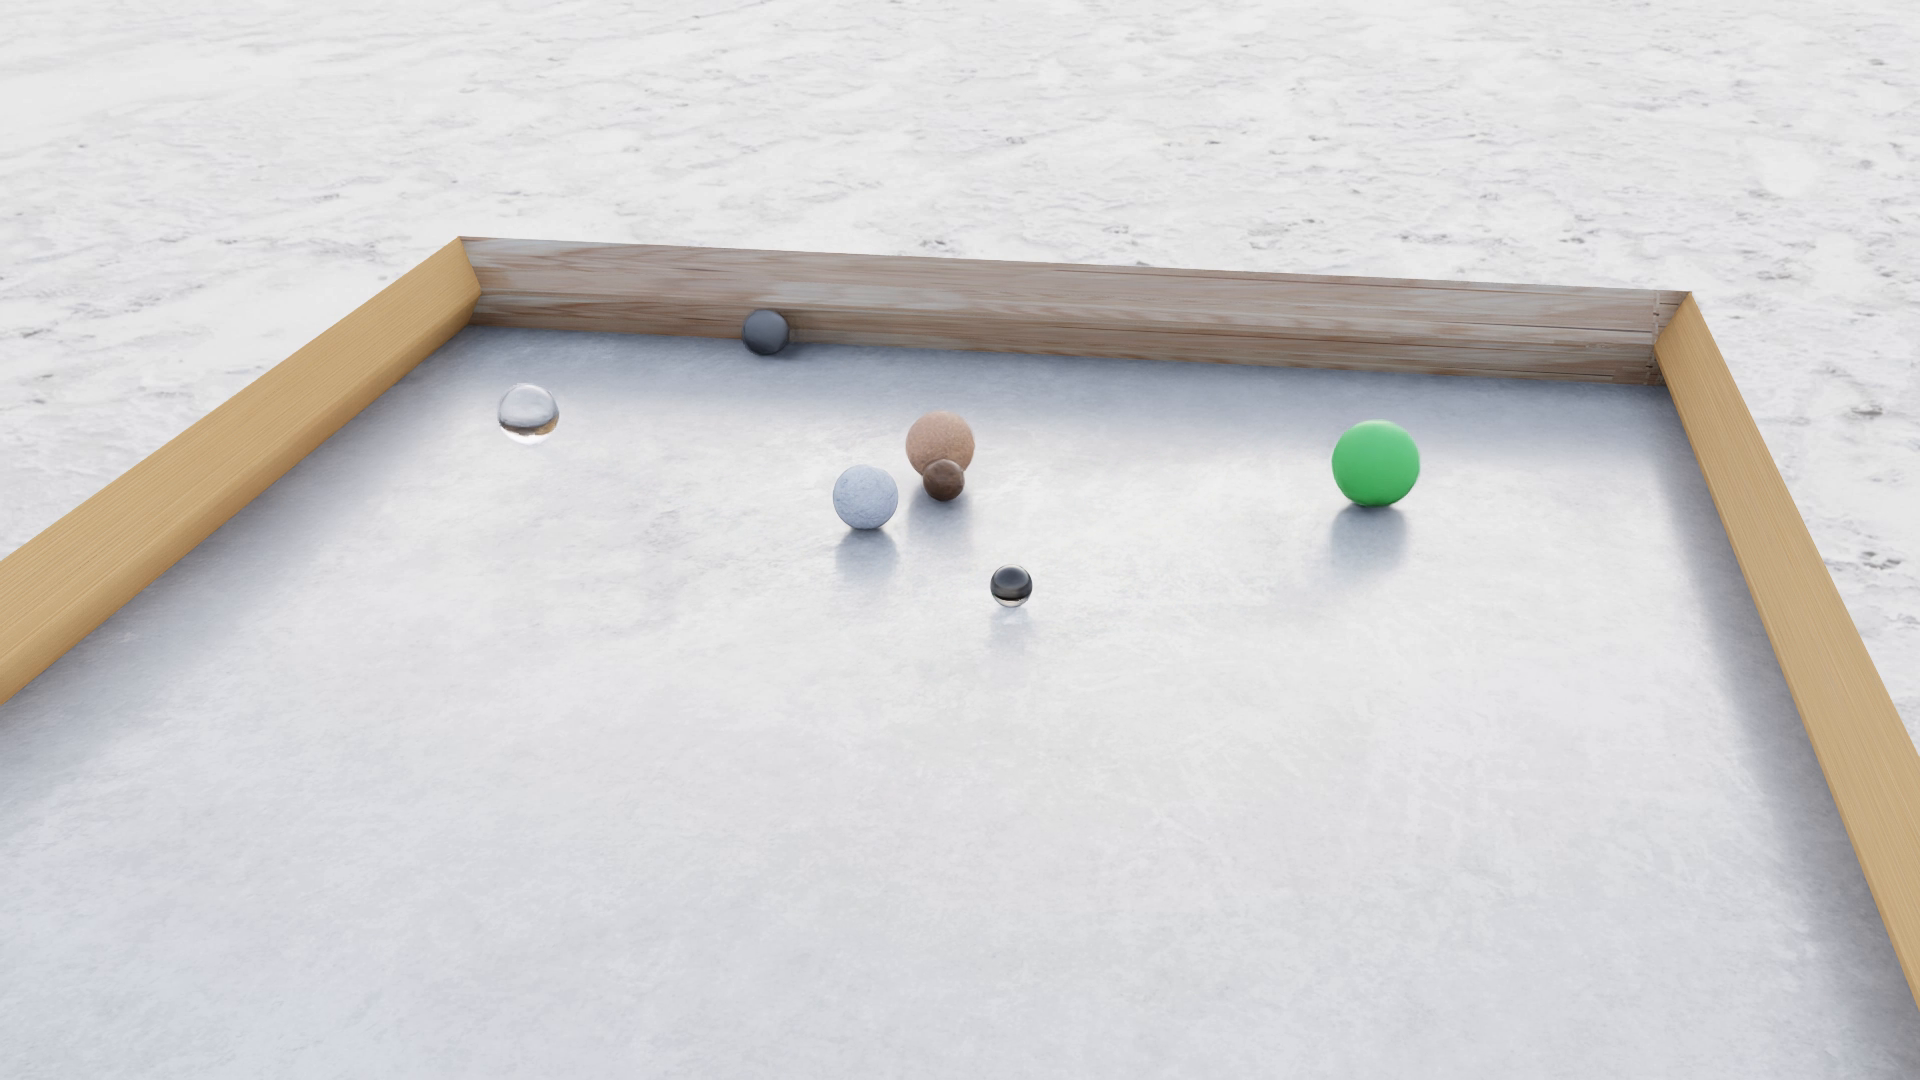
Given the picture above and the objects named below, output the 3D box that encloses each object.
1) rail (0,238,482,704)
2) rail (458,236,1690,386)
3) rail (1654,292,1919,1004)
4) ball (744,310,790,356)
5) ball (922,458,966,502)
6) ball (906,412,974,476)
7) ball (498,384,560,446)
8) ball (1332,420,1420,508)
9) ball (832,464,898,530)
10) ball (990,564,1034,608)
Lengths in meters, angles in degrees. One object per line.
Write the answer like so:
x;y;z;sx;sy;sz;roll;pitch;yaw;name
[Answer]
-0.928;0.209;1.775;0.045;0.129;2.990;4;23;9;rail
0.117;-0.308;2.989;1.684;0.129;0.045;4;23;9;rail
0.687;0.313;1.531;0.045;0.129;2.990;4;23;9;rail
-0.266;-0.285;3.022;0.063;0.063;0.063;0;23;0;ball
-0.019;-0.069;2.533;0.049;0.049;0.049;0;23;0;ball
-0.024;-0.110;2.588;0.082;0.082;0.082;0;23;0;ball
-0.529;-0.153;2.699;0.074;0.074;0.074;0;23;0;ball
0.474;-0.087;2.510;0.099;0.099;0.099;0;23;0;ball
-0.105;-0.048;2.452;0.074;0.074;0.074;0;23;0;ball
0.053;0.047;2.266;0.045;0.045;0.045;0;23;0;ball
